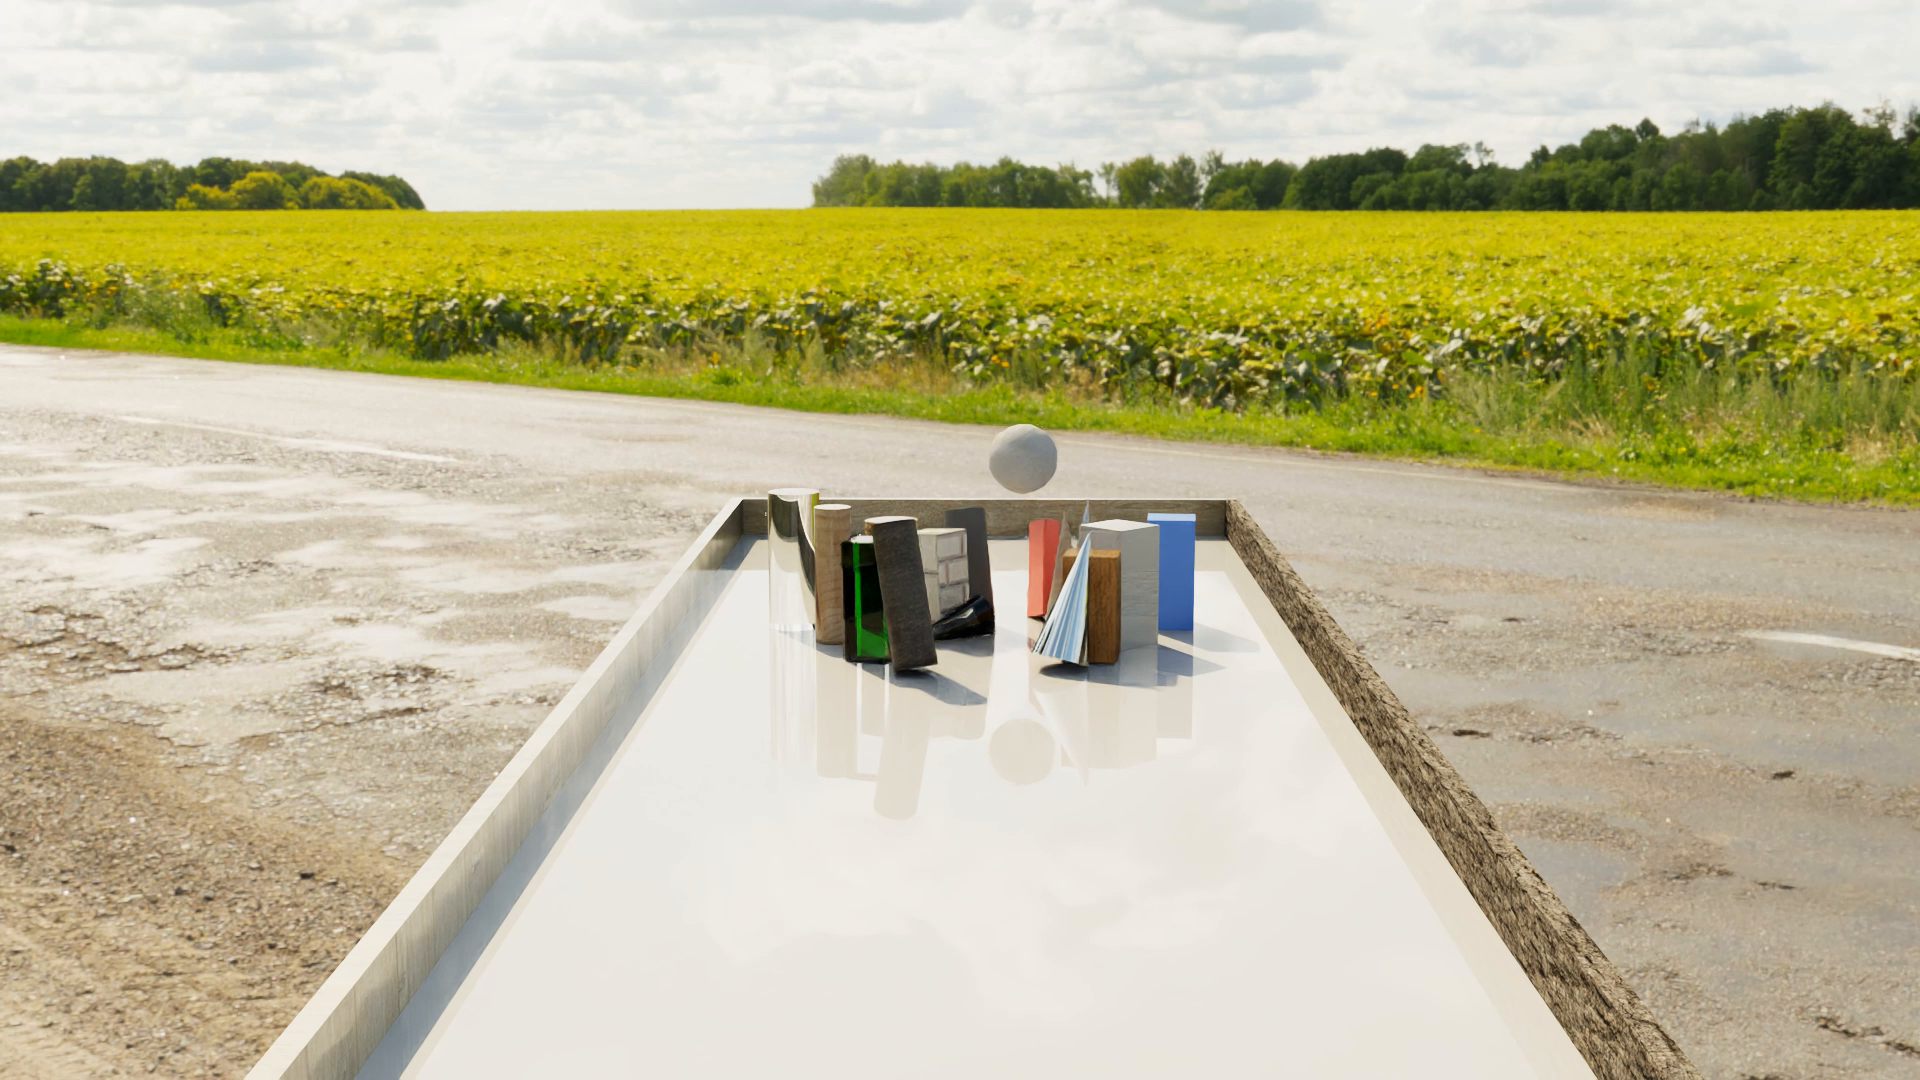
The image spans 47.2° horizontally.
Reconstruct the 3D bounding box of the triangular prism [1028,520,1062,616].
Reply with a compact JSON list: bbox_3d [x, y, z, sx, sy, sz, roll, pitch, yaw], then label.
[{"bbox_3d":[0.275,0.097,7.365,0.108,0.317,0.125,-3,-7,38],"label":"triangular prism"}]

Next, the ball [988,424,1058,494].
[{"bbox_3d":[0.215,-0.276,7.479,0.237,0.237,0.237,0,9,0],"label":"ball"}]

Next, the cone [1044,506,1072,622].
[{"bbox_3d":[0.342,0.081,7.148,0.136,0.410,0.136,1,-21,0],"label":"cone"}]

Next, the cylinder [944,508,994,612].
[{"bbox_3d":[0.030,0.083,7.242,0.137,0.368,0.137,-5,-3,0],"label":"cylinder"}]

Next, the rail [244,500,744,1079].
[{"bbox_3d":[-1.004,0.839,3.234,0.050,0.150,12.000,0,9,1],"label":"rail"}]

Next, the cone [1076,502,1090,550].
[{"bbox_3d":[0.400,0.069,7.193,0.121,0.418,0.121,5,1,0],"label":"cone"}]

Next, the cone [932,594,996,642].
[{"bbox_3d":[-0.056,0.287,6.984,0.320,0.136,0.136,-20,18,-31],"label":"cone"}]

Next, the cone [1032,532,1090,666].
[{"bbox_3d":[0.344,0.163,6.584,0.179,0.402,0.179,13,-4,1],"label":"cone"}]

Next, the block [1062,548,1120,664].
[{"bbox_3d":[0.401,0.200,6.710,0.165,0.322,0.165,1,8,8],"label":"block"}]

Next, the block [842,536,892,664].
[{"bbox_3d":[-0.268,0.180,6.687,0.131,0.366,0.131,2,9,22],"label":"block"}]

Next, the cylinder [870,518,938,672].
[{"bbox_3d":[-0.165,0.164,6.517,0.134,0.436,0.134,-9,-4,-1],"label":"cylinder"}]

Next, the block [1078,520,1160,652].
[{"bbox_3d":[0.499,0.140,6.919,0.178,0.378,0.178,-9,12,-44],"label":"block"}]

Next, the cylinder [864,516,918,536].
[{"bbox_3d":[-0.222,0.105,7.225,0.175,0.346,0.175,-1,8,0],"label":"cylinder"}]

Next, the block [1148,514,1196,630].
[{"bbox_3d":[0.690,0.104,7.203,0.155,0.361,0.155,1,9,6],"label":"block"}]

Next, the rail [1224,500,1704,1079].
[{"bbox_3d":[1.046,0.843,3.208,0.050,0.150,12.000,0,9,1],"label":"rail"}]

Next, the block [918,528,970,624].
[{"bbox_3d":[-0.077,0.132,7.118,0.149,0.323,0.149,2,9,38],"label":"block"}]

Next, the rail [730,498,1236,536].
[{"bbox_3d":[0.099,-0.098,9.147,2.100,0.150,0.050,0,9,1],"label":"rail"}]

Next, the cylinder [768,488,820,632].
[{"bbox_3d":[-0.542,0.063,7.189,0.168,0.446,0.168,0,9,0],"label":"cylinder"}]

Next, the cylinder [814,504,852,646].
[{"bbox_3d":[-0.401,0.109,6.946,0.116,0.431,0.116,0,9,0],"label":"cylinder"}]
